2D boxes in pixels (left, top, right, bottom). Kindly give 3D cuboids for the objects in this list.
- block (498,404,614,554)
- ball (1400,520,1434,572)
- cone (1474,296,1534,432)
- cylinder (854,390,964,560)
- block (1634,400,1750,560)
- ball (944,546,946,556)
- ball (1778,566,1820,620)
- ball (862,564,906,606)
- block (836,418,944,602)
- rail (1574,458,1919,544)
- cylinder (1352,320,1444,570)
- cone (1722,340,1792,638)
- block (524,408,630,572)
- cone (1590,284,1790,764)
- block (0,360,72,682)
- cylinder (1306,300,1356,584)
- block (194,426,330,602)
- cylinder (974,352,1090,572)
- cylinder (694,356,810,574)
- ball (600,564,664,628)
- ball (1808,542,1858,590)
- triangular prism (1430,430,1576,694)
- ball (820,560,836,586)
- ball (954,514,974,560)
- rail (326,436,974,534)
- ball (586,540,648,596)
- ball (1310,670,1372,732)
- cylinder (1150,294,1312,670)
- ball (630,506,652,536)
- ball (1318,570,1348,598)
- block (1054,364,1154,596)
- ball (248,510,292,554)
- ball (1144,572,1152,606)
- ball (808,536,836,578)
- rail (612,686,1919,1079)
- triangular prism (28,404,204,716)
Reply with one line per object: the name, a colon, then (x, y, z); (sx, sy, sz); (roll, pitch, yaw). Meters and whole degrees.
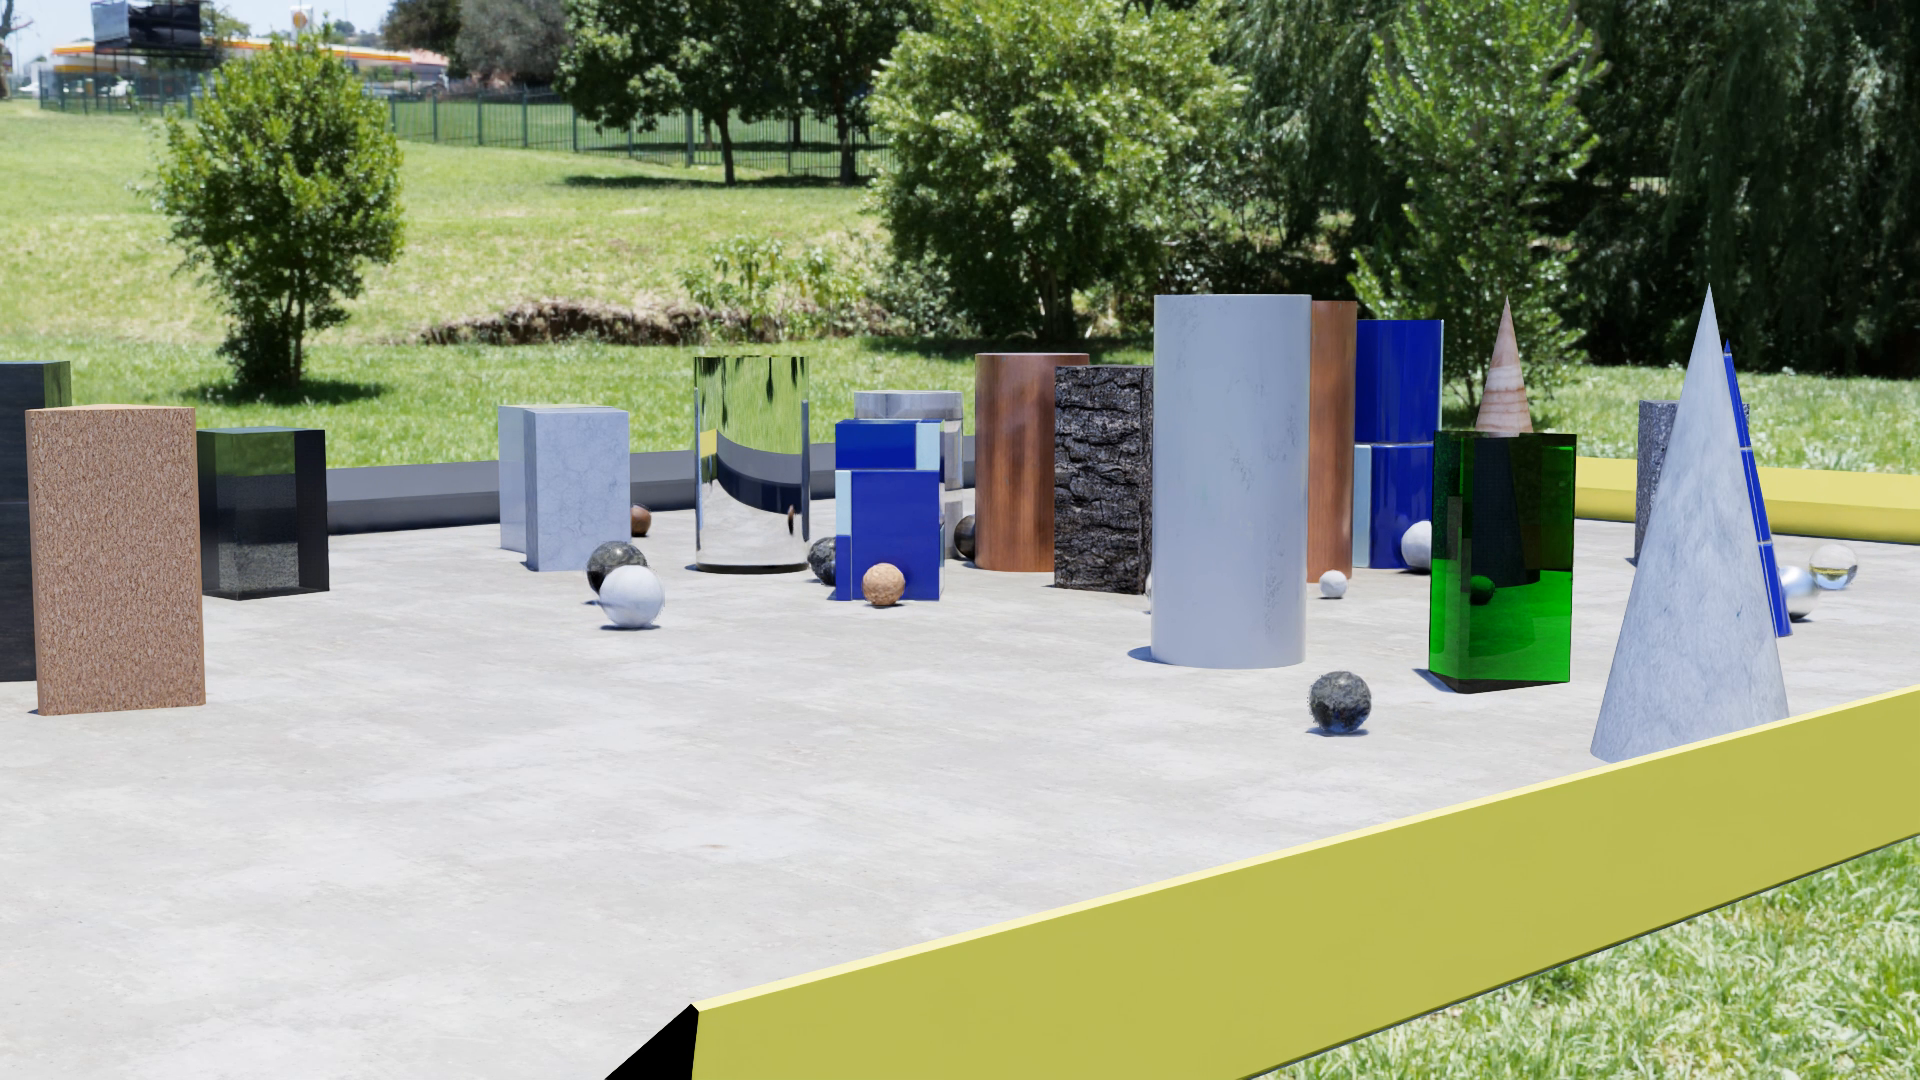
block: (-0.753, -0.116, 4.106); (0.159, 0.268, 0.159); (-4, 7, -36)
ball: (0.796, 0.011, 3.748); (0.089, 0.089, 0.089); (0, 6, 0)
cone: (0.887, -0.164, 3.589); (0.199, 0.471, 0.199); (0, 6, 0)
cylinder: (-0.093, -0.121, 4.004); (0.199, 0.298, 0.199); (0, 6, 0)
block: (1.284, -0.100, 3.866); (0.159, 0.286, 0.159); (1, 6, 8)
ball: (-0.050, 0.020, 3.844); (0.051, 0.051, 0.051); (0, 6, 0)
ball: (1.199, 0.077, 3.175); (0.078, 0.078, 0.078); (0, 6, 0)
ball: (-0.115, 0.067, 3.328); (0.065, 0.065, 0.065); (0, 6, 0)
block: (-0.108, -0.049, 3.447); (0.159, 0.273, 0.159); (0, 6, 3)
rail: (1.419, -0.102, 4.634); (0.045, 0.129, 3.276); (-5, 8, -42)
cylinder: (0.747, -0.173, 3.876); (0.199, 0.429, 0.199); (0, 6, 0)
cone: (1.060, -0.076, 3.056); (0.199, 0.407, 0.199); (0, 6, 0)
block: (-0.670, -0.091, 3.844); (0.159, 0.272, 0.159); (-2, 6, -19)
cone: (0.735, -0.018, 2.180); (0.199, 0.472, 0.199); (0, 6, 0)
block: (-1.184, -0.027, 2.699); (0.159, 0.382, 0.159); (-1, 6, -11)
cylinder: (0.559, -0.168, 3.679); (0.199, 0.460, 0.199); (0, 6, 0)
block: (-1.116, -0.046, 3.483); (0.159, 0.258, 0.159); (5, 8, 42)
cylinder: (0.125, -0.139, 3.832); (0.199, 0.370, 0.199); (0, 6, 0)
cylinder: (-0.359, -0.134, 3.800); (0.199, 0.367, 0.199); (0, 6, 0)
ball: (-0.462, 0.079, 3.095); (0.090, 0.090, 0.090); (0, 6, 0)
ball: (1.400, 0.042, 3.525); (0.074, 0.074, 0.074); (0, 6, 0)
triangular prism: (0.622, 0.020, 2.654); (0.172, 0.298, 0.149); (-3, 7, -30)
ball: (-0.208, 0.054, 3.571); (0.041, 0.041, 0.041); (0, 6, 0)
ball: (0.030, -0.006, 3.949); (0.082, 0.082, 0.082); (0, 6, 0)
rail: (-1.095, -0.089, 4.512); (3.908, 0.129, 0.045); (-5, 8, -42)
ball: (-0.524, 0.048, 3.366); (0.095, 0.095, 0.095); (0, 6, 0)
ball: (0.403, 0.171, 2.329); (0.066, 0.066, 0.066); (0, 6, 0)
cylinder: (0.345, -0.080, 2.812); (0.199, 0.464, 0.199); (0, 6, 0)
ball: (-0.640, -0.037, 4.346); (0.061, 0.061, 0.061); (0, 6, 0)
ball: (0.579, 0.069, 3.414); (0.044, 0.044, 0.044); (0, 6, 0)
block: (0.263, -0.102, 3.544); (0.159, 0.356, 0.159); (4, 7, 36)
ball: (-1.271, -0.016, 4.053); (0.079, 0.079, 0.079); (0, 6, 0)
ball: (0.309, 0.071, 3.247); (0.074, 0.074, 0.074); (0, 6, 0)
ball: (-0.214, 0.031, 3.634); (0.074, 0.074, 0.074); (0, 6, 0)
rail: (1.095, 0.157, 2.152); (3.908, 0.129, 0.045); (-5, 8, -42)
triangular prism: (-0.964, 0.016, 2.510); (0.172, 0.337, 0.149); (-3, 6, -23)
